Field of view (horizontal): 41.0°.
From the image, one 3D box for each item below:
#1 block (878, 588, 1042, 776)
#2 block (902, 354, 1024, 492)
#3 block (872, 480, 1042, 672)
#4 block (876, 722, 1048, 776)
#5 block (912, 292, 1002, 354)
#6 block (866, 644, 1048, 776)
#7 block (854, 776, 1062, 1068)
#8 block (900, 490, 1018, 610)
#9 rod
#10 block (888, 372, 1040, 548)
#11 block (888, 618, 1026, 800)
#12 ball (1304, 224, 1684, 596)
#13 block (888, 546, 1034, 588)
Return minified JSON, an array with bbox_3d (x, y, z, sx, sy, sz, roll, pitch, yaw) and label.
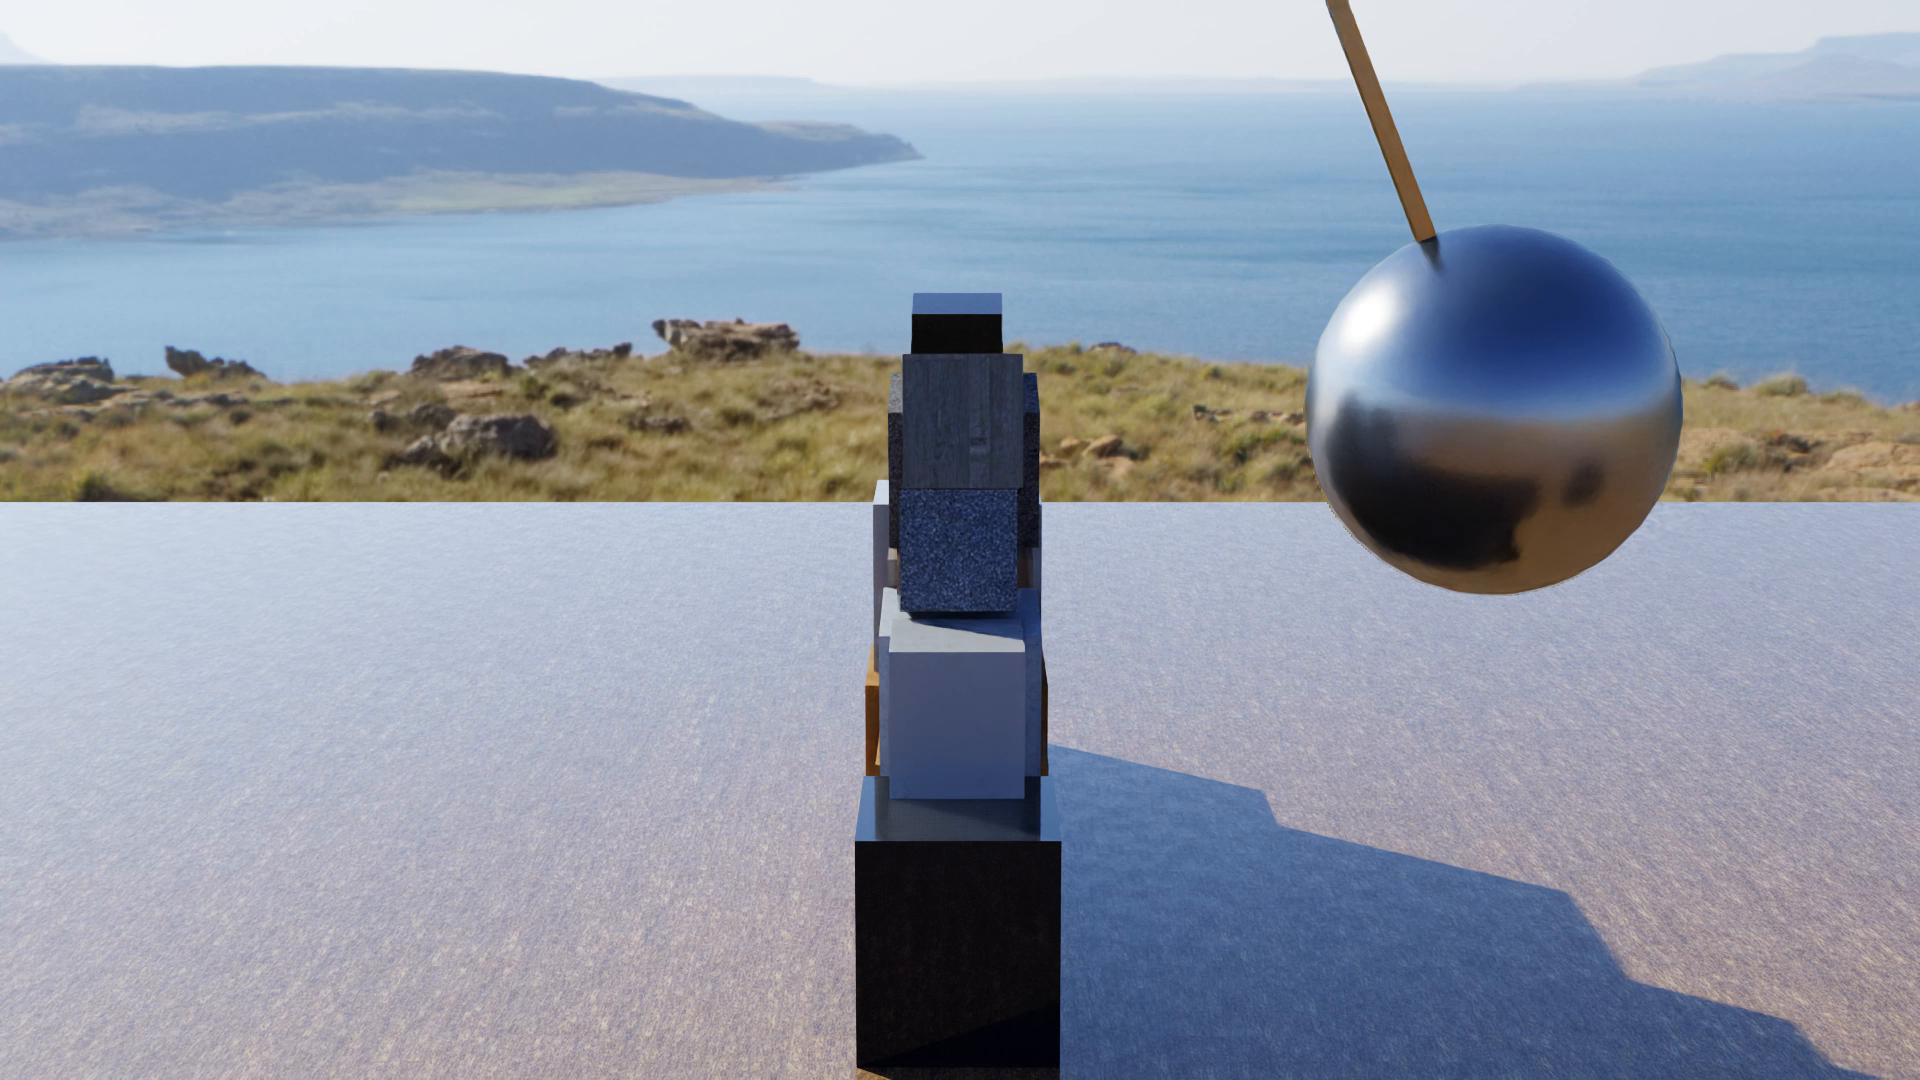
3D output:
[{"bbox_3d":[0.001,0.604,10.479,0.639,0.653,0.719,0,14,0],"label":"block"},{"bbox_3d":[0.012,-0.461,10.248,0.470,0.522,0.473,0,-1,0],"label":"block"},{"bbox_3d":[-0.011,0.154,11.799,0.751,0.762,0.692,0,10,0],"label":"block"},{"bbox_3d":[0.008,1.203,10.979,0.711,0.704,0.748,0,10,0],"label":"block"},{"bbox_3d":[-0.011,-0.868,11.114,0.385,0.324,0.353,0,20,1],"label":"block"},{"bbox_3d":[-0.015,0.985,11.755,0.803,0.857,0.837,0,10,0],"label":"block"},{"bbox_3d":[-0.007,1.398,9.524,0.728,0.842,0.848,0,10,0],"label":"block"},{"bbox_3d":[-0.006,0.040,10.219,0.457,0.472,0.450,0,0,0],"label":"block"},{"bbox_3d":[0.994,-3.652,10.516,0.080,5.200,0.080,-22,10,4],"label":"rod"},{"bbox_3d":[0.017,-0.350,11.047,0.633,0.599,0.574,0,20,0],"label":"block"},{"bbox_3d":[-0.012,0.636,9.795,0.503,0.560,0.592,0,10,0],"label":"block"},{"bbox_3d":[2.295,-0.562,11.078,1.600,1.600,1.600,0,10,0],"label":"ball"},{"bbox_3d":[0.002,0.324,11.111,0.607,0.690,0.630,0,16,0],"label":"block"}]
